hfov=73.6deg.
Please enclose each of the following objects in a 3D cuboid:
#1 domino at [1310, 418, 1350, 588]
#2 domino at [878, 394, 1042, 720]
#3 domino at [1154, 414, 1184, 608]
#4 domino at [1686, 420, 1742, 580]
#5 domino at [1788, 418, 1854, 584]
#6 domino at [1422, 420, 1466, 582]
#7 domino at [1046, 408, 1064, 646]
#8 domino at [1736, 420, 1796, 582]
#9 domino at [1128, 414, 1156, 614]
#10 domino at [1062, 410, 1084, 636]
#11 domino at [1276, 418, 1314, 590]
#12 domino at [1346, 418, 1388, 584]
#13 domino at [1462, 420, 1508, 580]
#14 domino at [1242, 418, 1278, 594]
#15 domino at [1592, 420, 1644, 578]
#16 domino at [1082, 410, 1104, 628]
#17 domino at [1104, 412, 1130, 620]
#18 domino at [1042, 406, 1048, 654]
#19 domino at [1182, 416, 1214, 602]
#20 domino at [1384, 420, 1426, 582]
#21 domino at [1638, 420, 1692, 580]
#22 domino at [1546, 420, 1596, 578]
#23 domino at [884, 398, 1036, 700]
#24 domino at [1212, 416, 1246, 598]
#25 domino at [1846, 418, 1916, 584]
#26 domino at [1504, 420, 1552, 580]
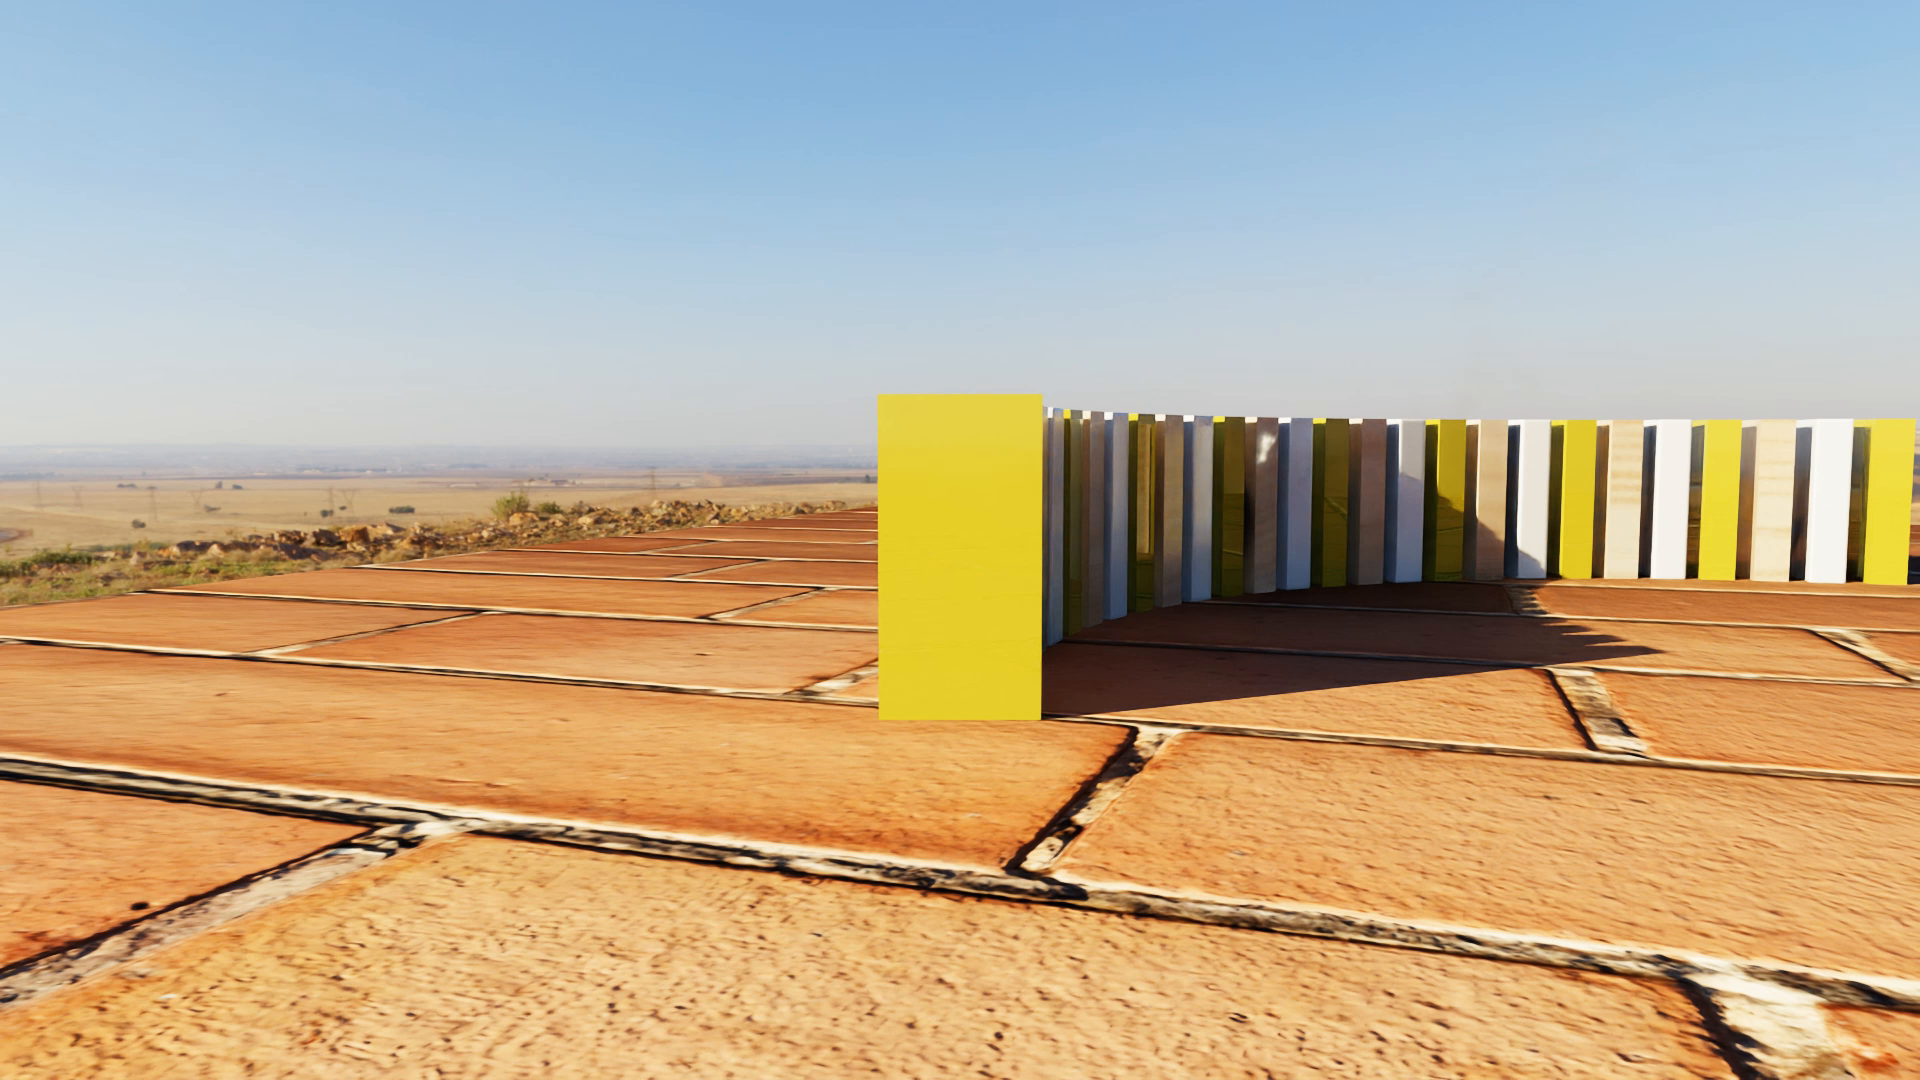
[{"bbox_3d":[0.106,-0.012,0.392,0.009,0.050,0.025,-2,5,-28],"label":"domino"},{"bbox_3d":[0.000,0.002,0.201,0.025,0.050,0.009,0,4,0],"label":"domino"},{"bbox_3d":[0.046,-0.008,0.344,0.025,0.050,0.010,4,6,40],"label":"domino"},{"bbox_3d":[0.240,-0.013,0.412,0.009,0.050,0.025,1,4,13],"label":"domino"},{"bbox_3d":[0.270,-0.013,0.403,0.009,0.050,0.025,1,5,18],"label":"domino"},{"bbox_3d":[0.149,-0.013,0.409,0.009,0.050,0.025,-1,4,-15],"label":"domino"},{"bbox_3d":[0.009,-0.003,0.277,0.025,0.050,0.010,1,5,18],"label":"domino"},{"bbox_3d":[0.255,-0.013,0.408,0.009,0.050,0.025,1,4,17],"label":"domino"},{"bbox_3d":[0.037,-0.007,0.331,0.025,0.050,0.010,3,5,36],"label":"domino"},{"bbox_3d":[0.014,-0.004,0.291,0.025,0.050,0.009,2,5,22],"label":"domino"},{"bbox_3d":[0.092,-0.011,0.384,0.009,0.050,0.025,-3,5,-33],"label":"domino"},{"bbox_3d":[0.120,-0.012,0.399,0.009,0.050,0.025,-2,5,-24],"label":"domino"},{"bbox_3d":[0.164,-0.013,0.412,0.009,0.050,0.025,-1,4,-11],"label":"domino"},{"bbox_3d":[0.080,-0.011,0.375,0.010,0.050,0.025,-3,5,-37],"label":"domino"},{"bbox_3d":[0.210,-0.014,0.416,0.009,0.050,0.025,0,4,2],"label":"domino"},{"bbox_3d":[0.021,-0.005,0.305,0.025,0.050,0.010,2,5,27],"label":"domino"},{"bbox_3d":[0.028,-0.006,0.319,0.025,0.050,0.010,3,5,31],"label":"domino"},{"bbox_3d":[0.005,-0.002,0.262,0.025,0.050,0.009,1,4,14],"label":"domino"},{"bbox_3d":[0.057,-0.009,0.355,0.025,0.050,0.009,4,6,44],"label":"domino"},{"bbox_3d":[0.134,-0.013,0.404,0.009,0.050,0.025,-2,5,-19],"label":"domino"},{"bbox_3d":[0.225,-0.014,0.415,0.009,0.050,0.025,0,4,7],"label":"domino"},{"bbox_3d":[0.194,-0.014,0.416,0.010,0.050,0.025,0,4,-2],"label":"domino"},{"bbox_3d":[0.000,0.001,0.216,0.025,0.050,0.009,0,4,0],"label":"domino"},{"bbox_3d":[0.068,-0.010,0.366,0.010,0.050,0.025,-4,6,-41],"label":"domino"},{"bbox_3d":[0.285,-0.012,0.399,0.009,0.050,0.025,1,4,16],"label":"domino"},{"bbox_3d":[0.179,-0.014,0.415,0.010,0.050,0.025,0,4,-6],"label":"domino"}]
